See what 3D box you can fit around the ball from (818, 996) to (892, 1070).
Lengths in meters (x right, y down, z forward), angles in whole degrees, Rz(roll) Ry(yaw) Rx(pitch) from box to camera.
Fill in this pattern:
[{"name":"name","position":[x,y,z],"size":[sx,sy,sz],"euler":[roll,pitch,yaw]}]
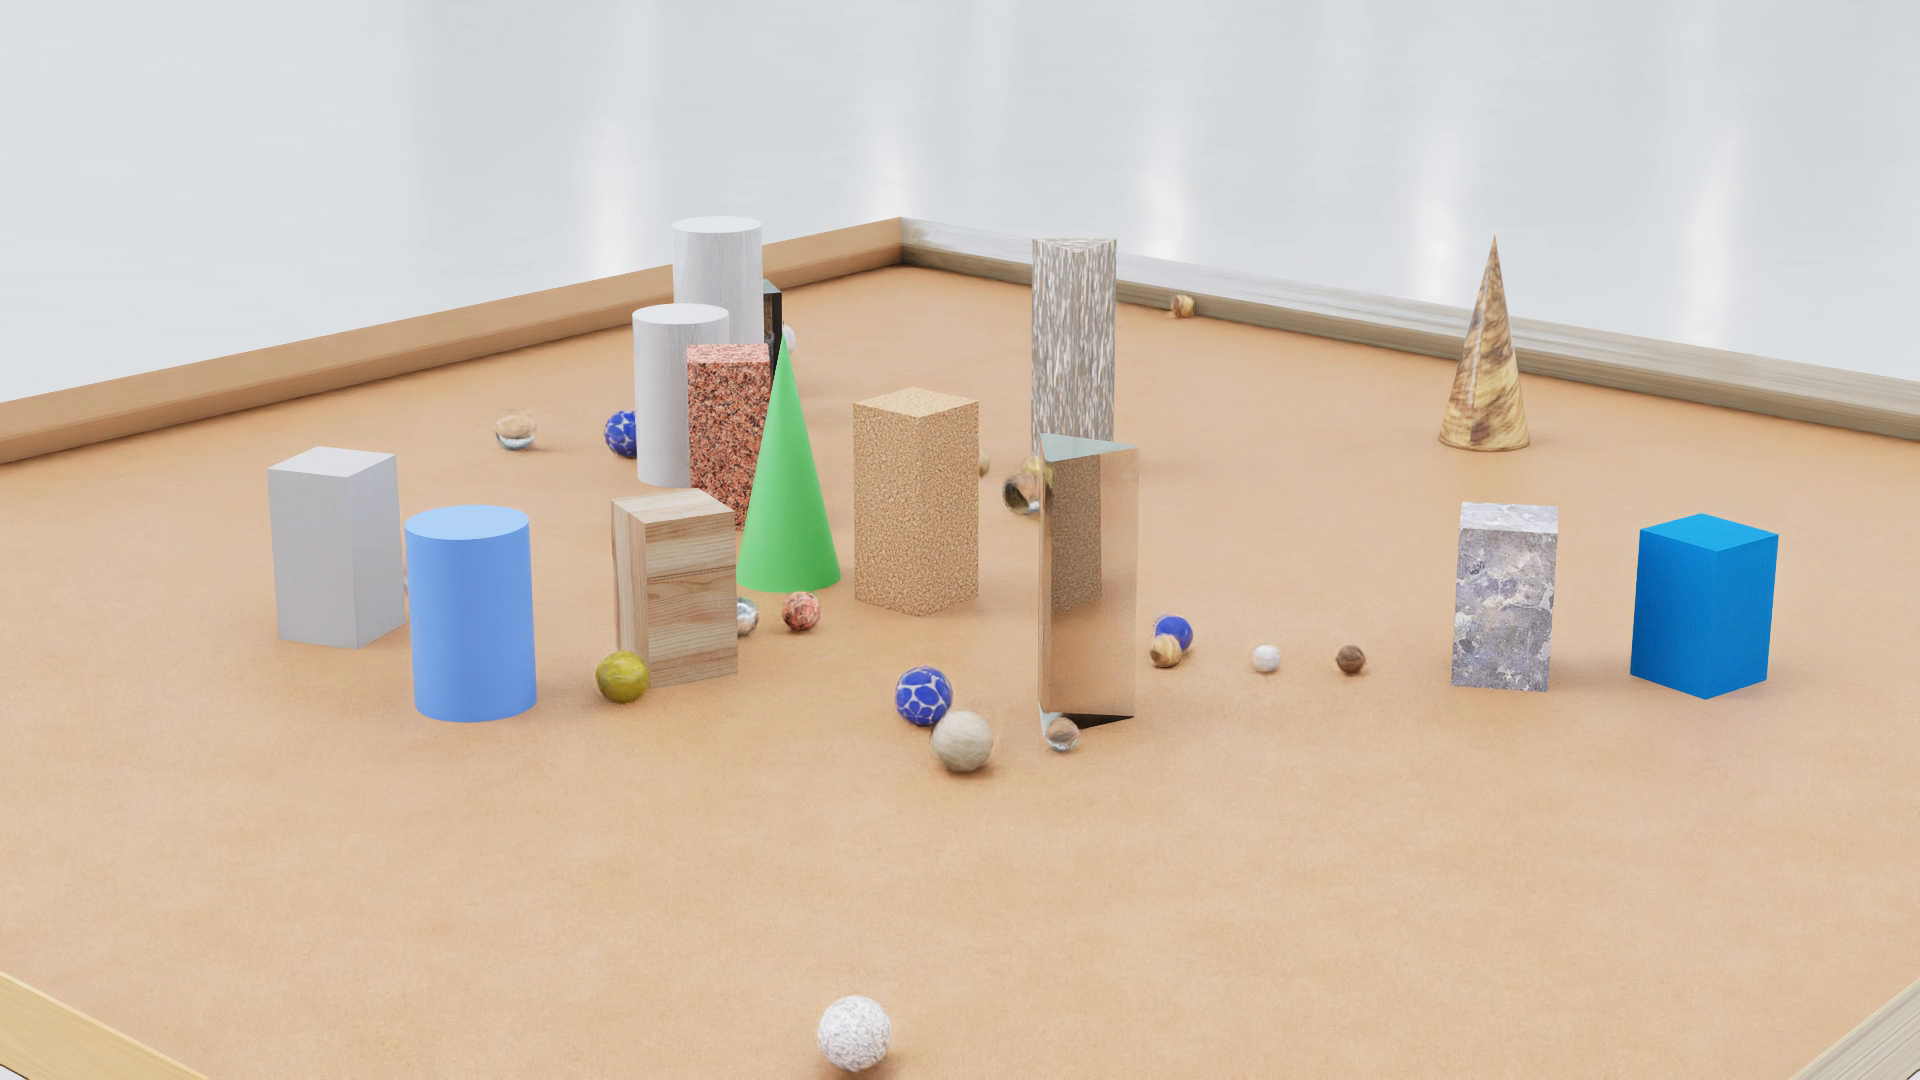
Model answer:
[{"name":"ball","position":[-0.122,0.572,3.399],"size":[0.086,0.086,0.086],"euler":[0,17,0]}]

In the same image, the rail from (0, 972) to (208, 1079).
[{"name":"rail","position":[-1.357,0.483,3.625],"size":[4.060,0.123,0.045],"euler":[14,22,39]}]

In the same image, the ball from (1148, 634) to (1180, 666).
[{"name":"ball","position":[0.333,0.178,4.760],"size":[0.052,0.052,0.052],"euler":[0,17,0]}]

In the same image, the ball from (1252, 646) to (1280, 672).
[{"name":"ball","position":[0.494,0.191,4.731],"size":[0.044,0.044,0.044],"euler":[0,17,0]}]

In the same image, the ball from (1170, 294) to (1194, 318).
[{"name":"ball","position":[0.551,-0.577,7.250],"size":[0.058,0.058,0.058],"euler":[0,17,0]}]

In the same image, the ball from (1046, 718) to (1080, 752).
[{"name":"ball","position":[0.153,0.291,4.388],"size":[0.051,0.051,0.051],"euler":[0,17,0]}]

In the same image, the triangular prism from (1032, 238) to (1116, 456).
[{"name":"triangular prism","position":[0.208,-0.371,5.877],"size":[0.142,0.458,0.164],"euler":[10,19,29]}]

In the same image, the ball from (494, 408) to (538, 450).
[{"name":"ball","position":[-0.916,-0.228,6.044],"size":[0.087,0.087,0.087],"euler":[0,17,0]}]

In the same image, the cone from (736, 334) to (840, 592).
[{"name":"cone","position":[-0.307,-0.149,5.158],"size":[0.190,0.448,0.190],"euler":[0,17,0]}]

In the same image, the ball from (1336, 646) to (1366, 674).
[{"name":"ball","position":[0.629,0.192,4.723],"size":[0.046,0.046,0.046],"euler":[0,17,0]}]

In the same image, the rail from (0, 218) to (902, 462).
[{"name":"rail","position":[-1.515,-0.350,6.380],"size":[0.045,0.123,4.186],"euler":[14,22,39]}]

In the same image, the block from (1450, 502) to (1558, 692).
[{"name":"block","position":[0.871,0.090,4.689],"size":[0.152,0.263,0.152],"euler":[3,17,11]}]

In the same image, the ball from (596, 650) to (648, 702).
[{"name":"ball","position":[-0.529,0.214,4.589],"size":[0.083,0.083,0.083],"euler":[0,17,0]}]

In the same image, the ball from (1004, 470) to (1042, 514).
[{"name":"ball","position":[0.126,-0.090,5.593],"size":[0.084,0.084,0.084],"euler":[0,17,0]}]

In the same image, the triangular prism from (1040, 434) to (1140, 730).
[{"name":"triangular prism","position":[0.163,0.061,4.490],"size":[0.164,0.432,0.142],"euler":[-10,20,-30]}]

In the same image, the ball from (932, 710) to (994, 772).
[{"name":"ball","position":[0.004,0.295,4.305],"size":[0.091,0.091,0.091],"euler":[0,17,0]}]

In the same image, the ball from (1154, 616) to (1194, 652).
[{"name":"ball","position":[0.352,0.155,4.816],"size":[0.064,0.064,0.064],"euler":[0,17,0]}]

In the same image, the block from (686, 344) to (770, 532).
[{"name":"block","position":[-0.433,-0.193,5.518],"size":[0.152,0.324,0.152],"euler":[-2,17,-5]}]

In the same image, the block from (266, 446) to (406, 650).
[{"name":"block","position":[-1.038,0.012,4.890],"size":[0.152,0.296,0.152],"euler":[6,18,20]}]

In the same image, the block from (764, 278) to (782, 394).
[{"name":"block","position":[-0.485,-0.446,6.512],"size":[0.152,0.234,0.152],"euler":[-5,17,-15]}]

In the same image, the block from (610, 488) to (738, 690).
[{"name":"block","position":[-0.459,0.076,4.714],"size":[0.152,0.274,0.152],"euler":[-9,19,-26]}]

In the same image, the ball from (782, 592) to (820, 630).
[{"name":"ball","position":[-0.268,0.119,4.931],"size":[0.066,0.066,0.066],"euler":[0,17,0]}]

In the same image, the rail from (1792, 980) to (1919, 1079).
[{"name":"rail","position":[1.515,0.411,3.861],"size":[0.045,0.123,4.186],"euler":[14,22,39]}]

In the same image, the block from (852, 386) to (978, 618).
[{"name":"block","position":[-0.075,-0.067,5.050],"size":[0.152,0.353,0.152],"euler":[14,22,39]}]

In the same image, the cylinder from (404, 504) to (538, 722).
[{"name":"cylinder","position":[-0.759,0.113,4.558],"size":[0.190,0.294,0.190],"euler":[0,17,0]}]

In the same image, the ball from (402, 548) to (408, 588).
[{"name":"ball","position":[-0.987,0.050,5.144],"size":[0.075,0.075,0.075],"euler":[0,17,0]}]

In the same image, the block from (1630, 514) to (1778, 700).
[{"name":"block","position":[1.186,0.104,4.675],"size":[0.152,0.244,0.152],"euler":[-13,21,-36]}]

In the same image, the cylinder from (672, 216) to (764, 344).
[{"name":"cylinder","position":[-0.512,-0.461,6.231],"size":[0.190,0.424,0.190],"euler":[0,17,0]}]

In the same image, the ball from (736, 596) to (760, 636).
[{"name":"ball","position":[-0.369,0.128,4.900],"size":[0.067,0.067,0.067],"euler":[0,17,0]}]

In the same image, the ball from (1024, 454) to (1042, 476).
[{"name":"ball","position":[0.167,-0.123,5.687],"size":[0.093,0.093,0.093],"euler":[0,17,0]}]

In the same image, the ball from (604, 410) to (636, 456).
[{"name":"ball","position":[-0.680,-0.218,5.996],"size":[0.095,0.095,0.095],"euler":[0,17,0]}]

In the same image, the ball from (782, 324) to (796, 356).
[{"name":"ball","position":[-0.424,-0.460,6.813],"size":[0.086,0.086,0.086],"euler":[0,17,0]}]

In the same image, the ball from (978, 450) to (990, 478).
[{"name":"ball","position":[0.030,-0.150,5.835],"size":[0.059,0.059,0.059],"euler":[0,17,0]}]

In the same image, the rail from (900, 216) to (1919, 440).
[{"name":"rail","position":[1.357,-0.421,6.617],"size":[4.060,0.123,0.045],"euler":[14,22,39]}]

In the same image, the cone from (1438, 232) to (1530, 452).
[{"name":"cone","position":[1.095,-0.418,6.063],"size":[0.190,0.439,0.190],"euler":[0,17,0]}]

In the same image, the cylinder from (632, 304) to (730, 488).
[{"name":"cylinder","position":[-0.550,-0.288,5.822],"size":[0.190,0.330,0.190],"euler":[0,17,0]}]

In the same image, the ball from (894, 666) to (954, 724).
[{"name":"ball","position":[-0.055,0.238,4.495],"size":[0.090,0.090,0.090],"euler":[0,17,0]}]
